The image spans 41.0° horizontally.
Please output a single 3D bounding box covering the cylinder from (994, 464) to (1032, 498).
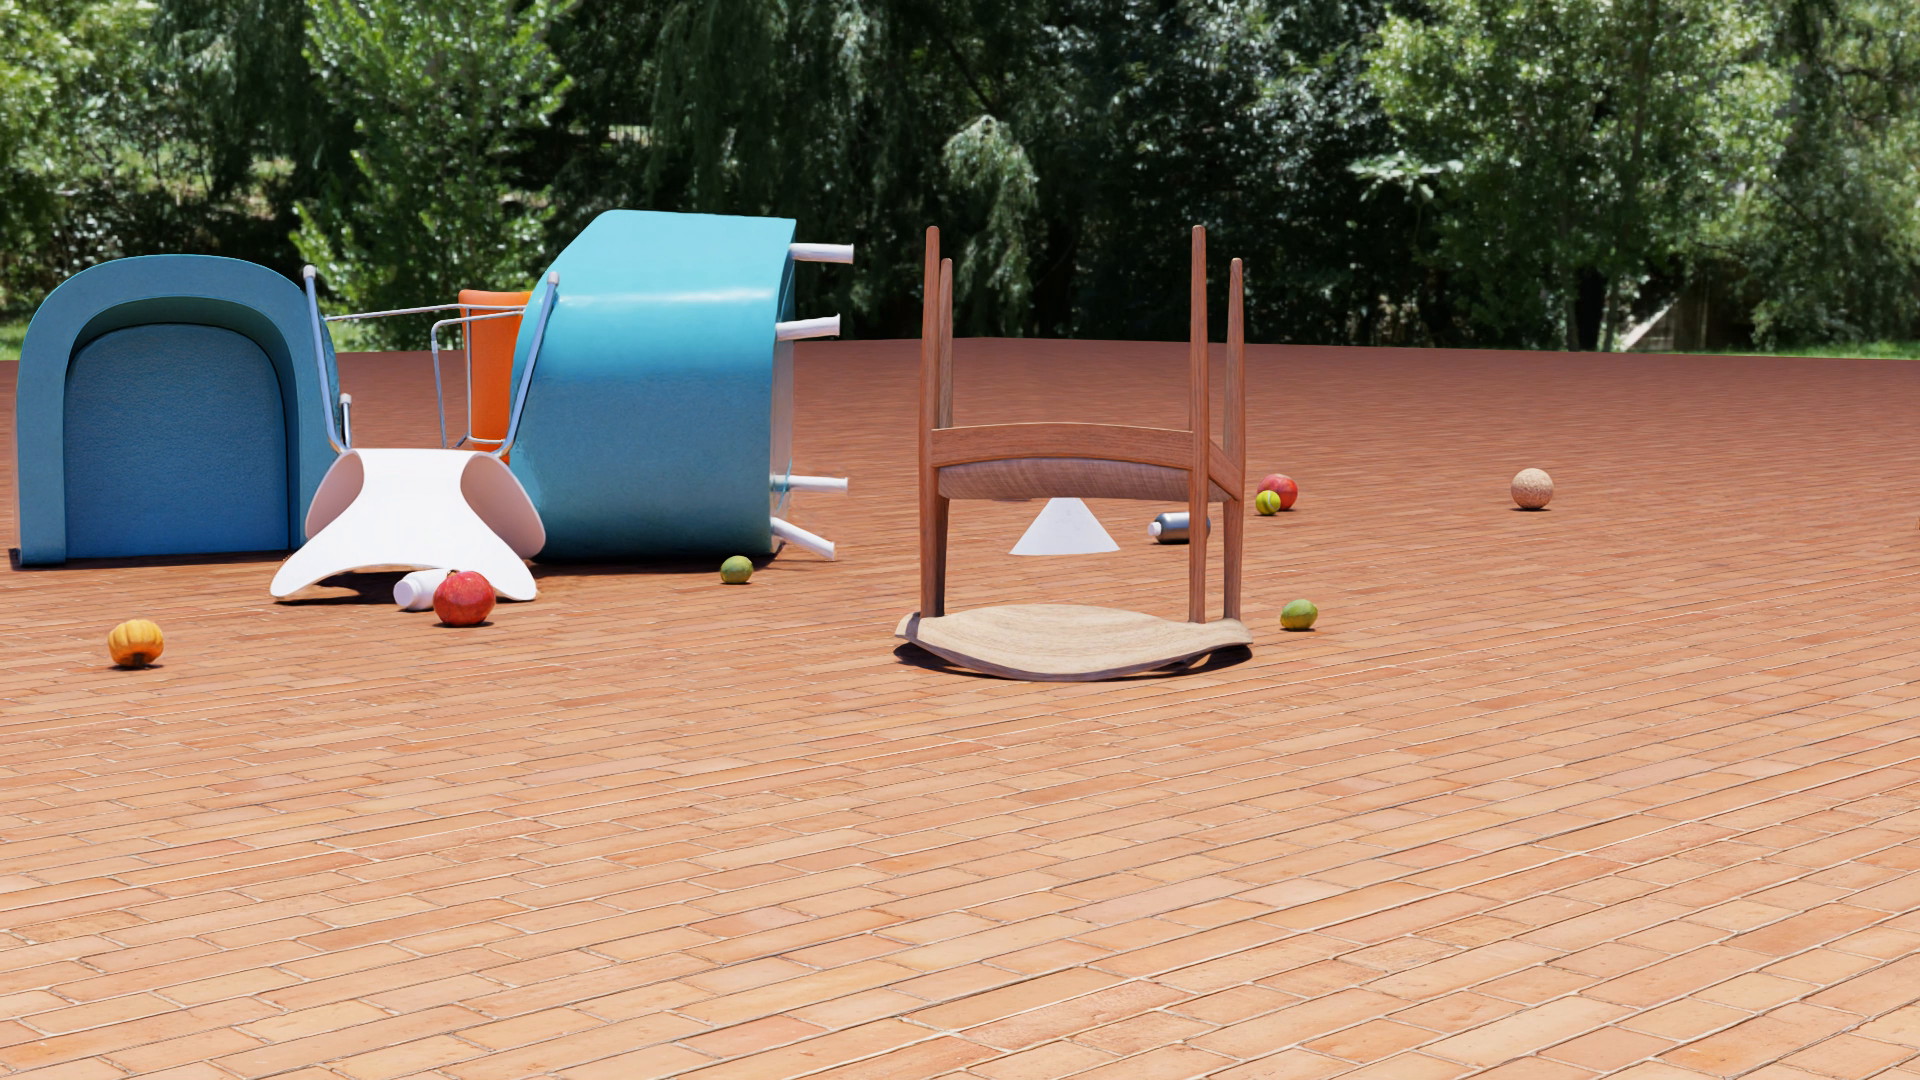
[{"bbox_3d":[0.157,-0.174,7.594,0.108,0.103,0.187,0,5,2],"label":"cylinder"}]

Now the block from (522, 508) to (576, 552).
[{"bbox_3d":[-0.992,-0.025,6.195,0.106,0.093,0.072,4,7,32],"label":"block"}]

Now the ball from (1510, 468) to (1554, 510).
[{"bbox_3d":[1.613,-0.143,7.230,0.118,0.118,0.118,0,6,0],"label":"ball"}]

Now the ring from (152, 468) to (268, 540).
[{"bbox_3d":[-1.900,-0.092,6.501,0.297,0.090,0.225,-18,49,-34],"label":"ring"}]

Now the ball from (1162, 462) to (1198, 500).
[{"bbox_3d":[0.651,-0.175,7.581,0.109,0.109,0.109,0,6,0],"label":"ball"}]

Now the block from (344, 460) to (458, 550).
[{"bbox_3d":[-1.372,-0.088,6.299,0.295,0.198,0.125,6,8,43],"label":"block"}]

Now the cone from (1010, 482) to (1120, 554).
[{"bbox_3d":[0.252,-0.058,6.143,0.291,0.170,0.128,-3,6,-24],"label":"cone"}]
